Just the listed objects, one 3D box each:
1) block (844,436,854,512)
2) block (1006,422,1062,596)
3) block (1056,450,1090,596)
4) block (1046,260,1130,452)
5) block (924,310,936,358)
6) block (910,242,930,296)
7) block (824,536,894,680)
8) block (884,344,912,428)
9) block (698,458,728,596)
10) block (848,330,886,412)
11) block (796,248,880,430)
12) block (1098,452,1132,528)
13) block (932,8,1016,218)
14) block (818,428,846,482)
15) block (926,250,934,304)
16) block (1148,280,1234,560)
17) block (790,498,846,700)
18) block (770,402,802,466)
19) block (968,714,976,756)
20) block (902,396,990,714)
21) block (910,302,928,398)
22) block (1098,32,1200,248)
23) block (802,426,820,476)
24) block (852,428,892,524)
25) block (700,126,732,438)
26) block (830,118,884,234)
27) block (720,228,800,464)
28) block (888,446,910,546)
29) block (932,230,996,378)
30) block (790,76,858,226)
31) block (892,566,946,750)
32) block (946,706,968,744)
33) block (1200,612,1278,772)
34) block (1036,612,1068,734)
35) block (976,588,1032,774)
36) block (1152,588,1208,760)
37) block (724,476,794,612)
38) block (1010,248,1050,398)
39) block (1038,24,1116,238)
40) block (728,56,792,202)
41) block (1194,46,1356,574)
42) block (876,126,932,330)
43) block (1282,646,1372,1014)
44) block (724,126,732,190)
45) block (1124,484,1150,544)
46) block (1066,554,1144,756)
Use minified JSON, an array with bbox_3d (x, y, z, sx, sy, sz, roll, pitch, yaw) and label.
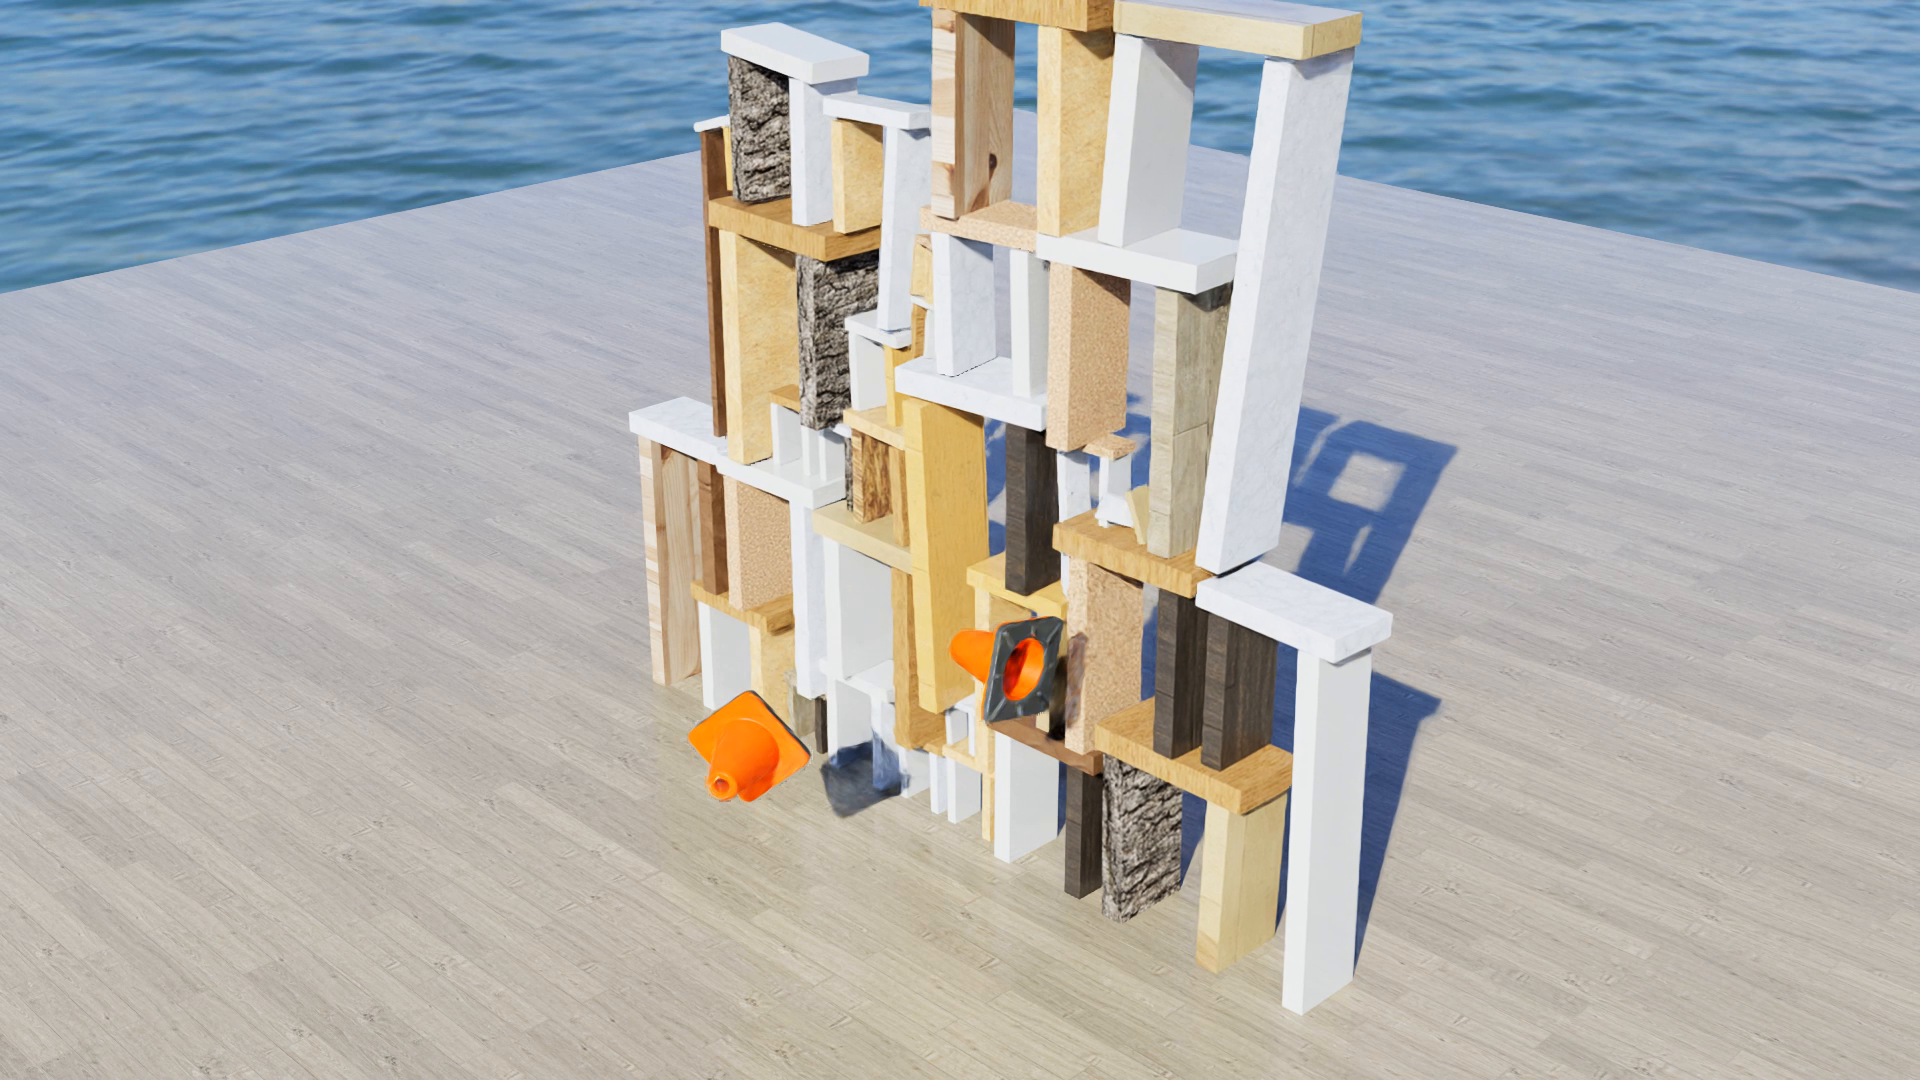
[{"bbox_3d":[-0.200,-0.141,4.375,0.059,0.162,0.017,-21,31,-38],"label":"block"},{"bbox_3d":[0.157,-0.079,4.016,0.047,0.330,0.165,20,31,39],"label":"block"},{"bbox_3d":[0.209,-0.043,3.986,0.018,0.288,0.065,16,27,42],"label":"block"},{"bbox_3d":[0.225,-0.338,3.838,0.047,0.335,0.167,19,30,37],"label":"block"},{"bbox_3d":[-0.041,-0.382,4.056,0.046,0.092,0.013,-10,30,-26],"label":"block"},{"bbox_3d":[-0.064,-0.501,4.065,0.048,0.096,0.014,-1,18,-23],"label":"block"},{"bbox_3d":[-0.201,0.116,4.484,0.154,0.308,0.044,-22,32,-40],"label":"block"},{"bbox_3d":[-0.102,-0.302,4.177,0.080,0.160,0.023,-20,29,-35],"label":"block"},{"bbox_3d":[-0.486,-0.047,4.734,0.153,0.305,0.043,-21,31,-40],"label":"block"},{"bbox_3d":[-0.173,-0.334,4.254,0.080,0.160,0.023,-18,28,-31],"label":"block"},{"bbox_3d":[-0.235,-0.403,4.299,0.049,0.347,0.173,21,30,41],"label":"block"},{"bbox_3d":[0.275,-0.092,3.902,0.018,0.130,0.065,20,30,39],"label":"block"},{"bbox_3d":[0.023,-0.755,3.826,0.049,0.356,0.173,18,29,33],"label":"block"},{"bbox_3d":[-0.255,-0.183,4.420,0.017,0.119,0.059,20,31,40],"label":"block"},{"bbox_3d":[-0.037,-0.480,4.009,0.048,0.096,0.014,-7,21,-25],"label":"block"},{"bbox_3d":[0.399,-0.219,3.745,0.167,0.483,0.047,-21,30,-41],"label":"block"},{"bbox_3d":[-0.275,0.106,4.561,0.042,0.438,0.149,21,32,41],"label":"block"},{"bbox_3d":[-0.354,-0.225,4.501,0.019,0.132,0.066,20,31,39],"label":"block"},{"bbox_3d":[0.038,0.375,4.334,0.013,0.093,0.046,19,31,39],"label":"block"},{"bbox_3d":[-0.018,0.015,4.202,0.047,0.647,0.165,21,35,39],"label":"block"},{"bbox_3d":[-0.070,-0.329,4.132,0.046,0.243,0.013,-13,25,-34],"label":"block"},{"bbox_3d":[0.312,-0.672,3.625,0.049,0.347,0.173,22,31,33],"label":"block"},{"bbox_3d":[-0.288,-0.201,4.446,0.019,0.132,0.066,21,32,39],"label":"block"},{"bbox_3d":[-0.164,-0.138,4.324,0.099,0.197,0.028,-21,32,-39],"label":"block"},{"bbox_3d":[-0.491,-0.524,4.527,0.062,0.647,0.018,-21,31,-40],"label":"block"},{"bbox_3d":[-0.192,-0.691,4.141,0.030,0.209,0.104,19,29,40],"label":"block"},{"bbox_3d":[-0.397,-0.406,4.471,0.173,0.482,0.049,-20,29,-41],"label":"block"},{"bbox_3d":[-0.085,-0.096,4.223,0.099,0.197,0.028,-21,28,-38],"label":"block"},{"bbox_3d":[0.008,-0.442,3.979,0.037,0.265,0.132,15,28,34],"label":"block"},{"bbox_3d":[-0.256,-0.745,4.179,0.138,0.275,0.039,-21,31,-41],"label":"block"},{"bbox_3d":[-0.061,0.213,4.360,0.154,0.390,0.044,-22,31,-39],"label":"block"},{"bbox_3d":[-0.007,0.357,4.374,0.013,0.093,0.046,19,33,40],"label":"block"},{"bbox_3d":[0.489,0.240,3.823,0.042,0.298,0.149,21,31,40],"label":"block"},{"bbox_3d":[0.197,0.230,4.107,0.034,0.238,0.119,21,31,41],"label":"block"},{"bbox_3d":[0.083,0.254,4.239,0.034,0.389,0.119,21,31,40],"label":"block"},{"bbox_3d":[0.414,0.214,3.860,0.157,0.315,0.045,-19,29,-38],"label":"block"},{"bbox_3d":[-0.423,-0.012,4.660,0.149,0.298,0.042,-21,31,-39],"label":"block"},{"bbox_3d":[0.145,-0.396,3.880,0.037,0.265,0.132,16,29,35],"label":"block"},{"bbox_3d":[0.206,-0.699,3.694,0.049,0.347,0.173,20,30,39],"label":"block"},{"bbox_3d":[-0.382,-0.810,4.295,0.138,0.275,0.039,-18,26,-41],"label":"block"},{"bbox_3d":[0.509,-0.366,3.587,0.049,0.877,0.173,26,33,36],"label":"block"},{"bbox_3d":[-0.096,-0.581,4.079,0.104,0.375,0.030,-13,25,-41],"label":"block"},{"bbox_3d":[0.625,0.482,3.749,0.149,0.684,0.042,-21,30,-41],"label":"block"},{"bbox_3d":[-0.435,-0.761,4.361,0.062,0.124,0.018,-20,28,-38],"label":"block"},{"bbox_3d":[0.319,-0.044,3.833,0.048,0.095,0.014,-22,9,-42],"label":"block"},{"bbox_3d":[0.265,0.188,4.015,0.045,0.386,0.157,21,31,40],"label":"block"}]
